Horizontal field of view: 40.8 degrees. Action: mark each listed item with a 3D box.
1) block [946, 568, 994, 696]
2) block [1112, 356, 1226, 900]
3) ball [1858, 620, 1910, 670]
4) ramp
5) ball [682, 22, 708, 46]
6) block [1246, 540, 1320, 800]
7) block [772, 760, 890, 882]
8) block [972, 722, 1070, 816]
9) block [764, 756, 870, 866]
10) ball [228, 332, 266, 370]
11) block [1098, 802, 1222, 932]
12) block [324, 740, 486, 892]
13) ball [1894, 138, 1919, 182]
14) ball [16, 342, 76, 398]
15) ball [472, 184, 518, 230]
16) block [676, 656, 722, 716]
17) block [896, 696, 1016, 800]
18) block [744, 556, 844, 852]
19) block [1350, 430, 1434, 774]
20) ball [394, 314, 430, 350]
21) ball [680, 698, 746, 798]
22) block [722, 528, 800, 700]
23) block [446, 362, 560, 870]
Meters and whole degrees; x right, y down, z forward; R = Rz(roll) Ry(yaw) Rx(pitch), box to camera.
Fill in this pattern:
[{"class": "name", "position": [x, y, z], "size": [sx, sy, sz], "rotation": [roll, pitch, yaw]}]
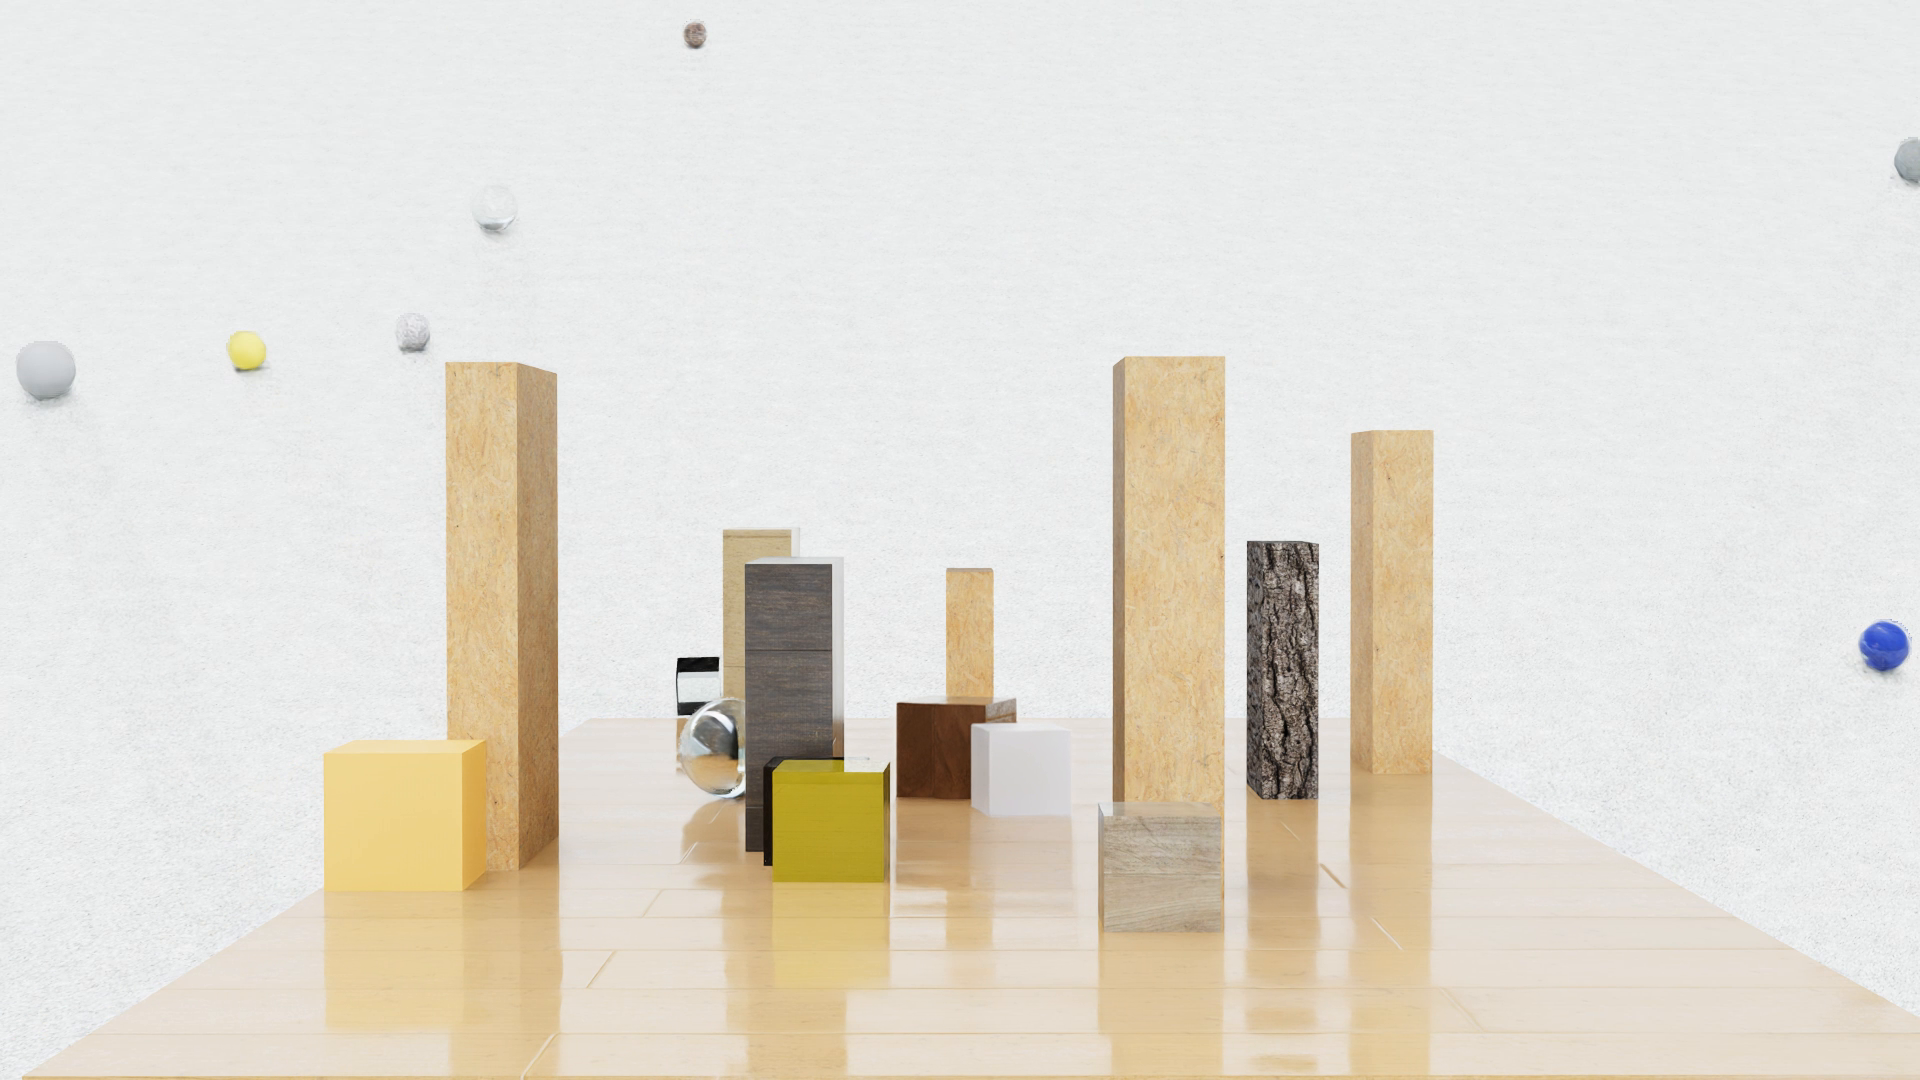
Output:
[{"class": "block", "position": [0.020, 0.270, 5.354], "size": [0.097, 0.416, 0.288], "rotation": [0, 1, 0]}, {"class": "block", "position": [0.305, 0.123, 3.811], "size": [0.142, 0.773, 0.290], "rotation": [0, 1, 0]}, {"class": "ball", "position": [2.493, 0.286, 6.965], "size": [0.134, 0.134, 0.134], "rotation": [0, 27, 0]}, {"class": "ramp", "position": [0.060, 0.544, 4.580], "size": [2.000, 0.100, 4.000], "rotation": [0, 1, 0]}, {"class": "ball", "position": [-1.273, -2.433, 12.408], "size": [0.119, 0.119, 0.119], "rotation": [0, 27, 0]}, {"class": "block", "position": [0.621, 0.245, 4.986], "size": [0.106, 0.482, 0.271], "rotation": [0, 1, 0]}, {"class": "block", "position": [-0.193, 0.425, 3.919], "size": [0.165, 0.165, 0.165], "rotation": [0, 1, 2]}, {"class": "block", "position": [0.111, 0.416, 4.707], "size": [0.151, 0.151, 0.151], "rotation": [0, 1, -12]}, {"class": "block", "position": [-0.225, 0.427, 4.080], "size": [0.154, 0.154, 0.154], "rotation": [0, 1, 2]}, {"class": "ball", "position": [-2.440, -0.647, 8.836], "size": [0.128, 0.128, 0.128], "rotation": [0, 27, 0]}, {"class": "block", "position": [0.267, 0.439, 3.482], "size": [0.154, 0.154, 0.154], "rotation": [0, 1, 0]}, {"class": "block", "position": [-0.827, 0.409, 3.858], "size": [0.201, 0.201, 0.201], "rotation": [0, 1, -1]}, {"class": "ball", "position": [3.932, -1.560, 10.597], "size": [0.180, 0.180, 0.180], "rotation": [0, 27, 0]}, {"class": "ball", "position": [-3.047, -0.565, 8.604], "size": [0.188, 0.188, 0.188], "rotation": [0, 27, 0]}, {"class": "ball", "position": [-1.818, -1.297, 10.075], "size": [0.178, 0.178, 0.178], "rotation": [0, 27, 0]}, {"class": "block", "position": [-0.688, 0.384, 6.793], "size": [0.112, 0.112, 0.112], "rotation": [-1, 27, -3]}, {"class": "block", "position": [-0.005, 0.397, 4.958], "size": [0.180, 0.180, 0.180], "rotation": [0, 1, 20]}, {"class": "block", "position": [-0.276, 0.266, 4.371], "size": [0.141, 0.465, 0.427], "rotation": [0, 1, 0]}, {"class": "block", "position": [0.906, 0.124, 5.433], "size": [0.123, 0.704, 0.305], "rotation": [0, 1, 0]}, {"class": "ball", "position": [-1.908, -0.724, 8.994], "size": [0.122, 0.122, 0.122], "rotation": [0, 27, 0]}, {"class": "ball", "position": [-0.437, 0.394, 4.885], "size": [0.188, 0.188, 0.188], "rotation": [0, 27, 0]}, {"class": "block", "position": [-0.391, 0.230, 5.112], "size": [0.133, 0.507, 0.274], "rotation": [0, 1, 0]}, {"class": "block", "position": [-0.733, 0.113, 4.155], "size": [0.109, 0.780, 0.403], "rotation": [0, 1, 0]}]
